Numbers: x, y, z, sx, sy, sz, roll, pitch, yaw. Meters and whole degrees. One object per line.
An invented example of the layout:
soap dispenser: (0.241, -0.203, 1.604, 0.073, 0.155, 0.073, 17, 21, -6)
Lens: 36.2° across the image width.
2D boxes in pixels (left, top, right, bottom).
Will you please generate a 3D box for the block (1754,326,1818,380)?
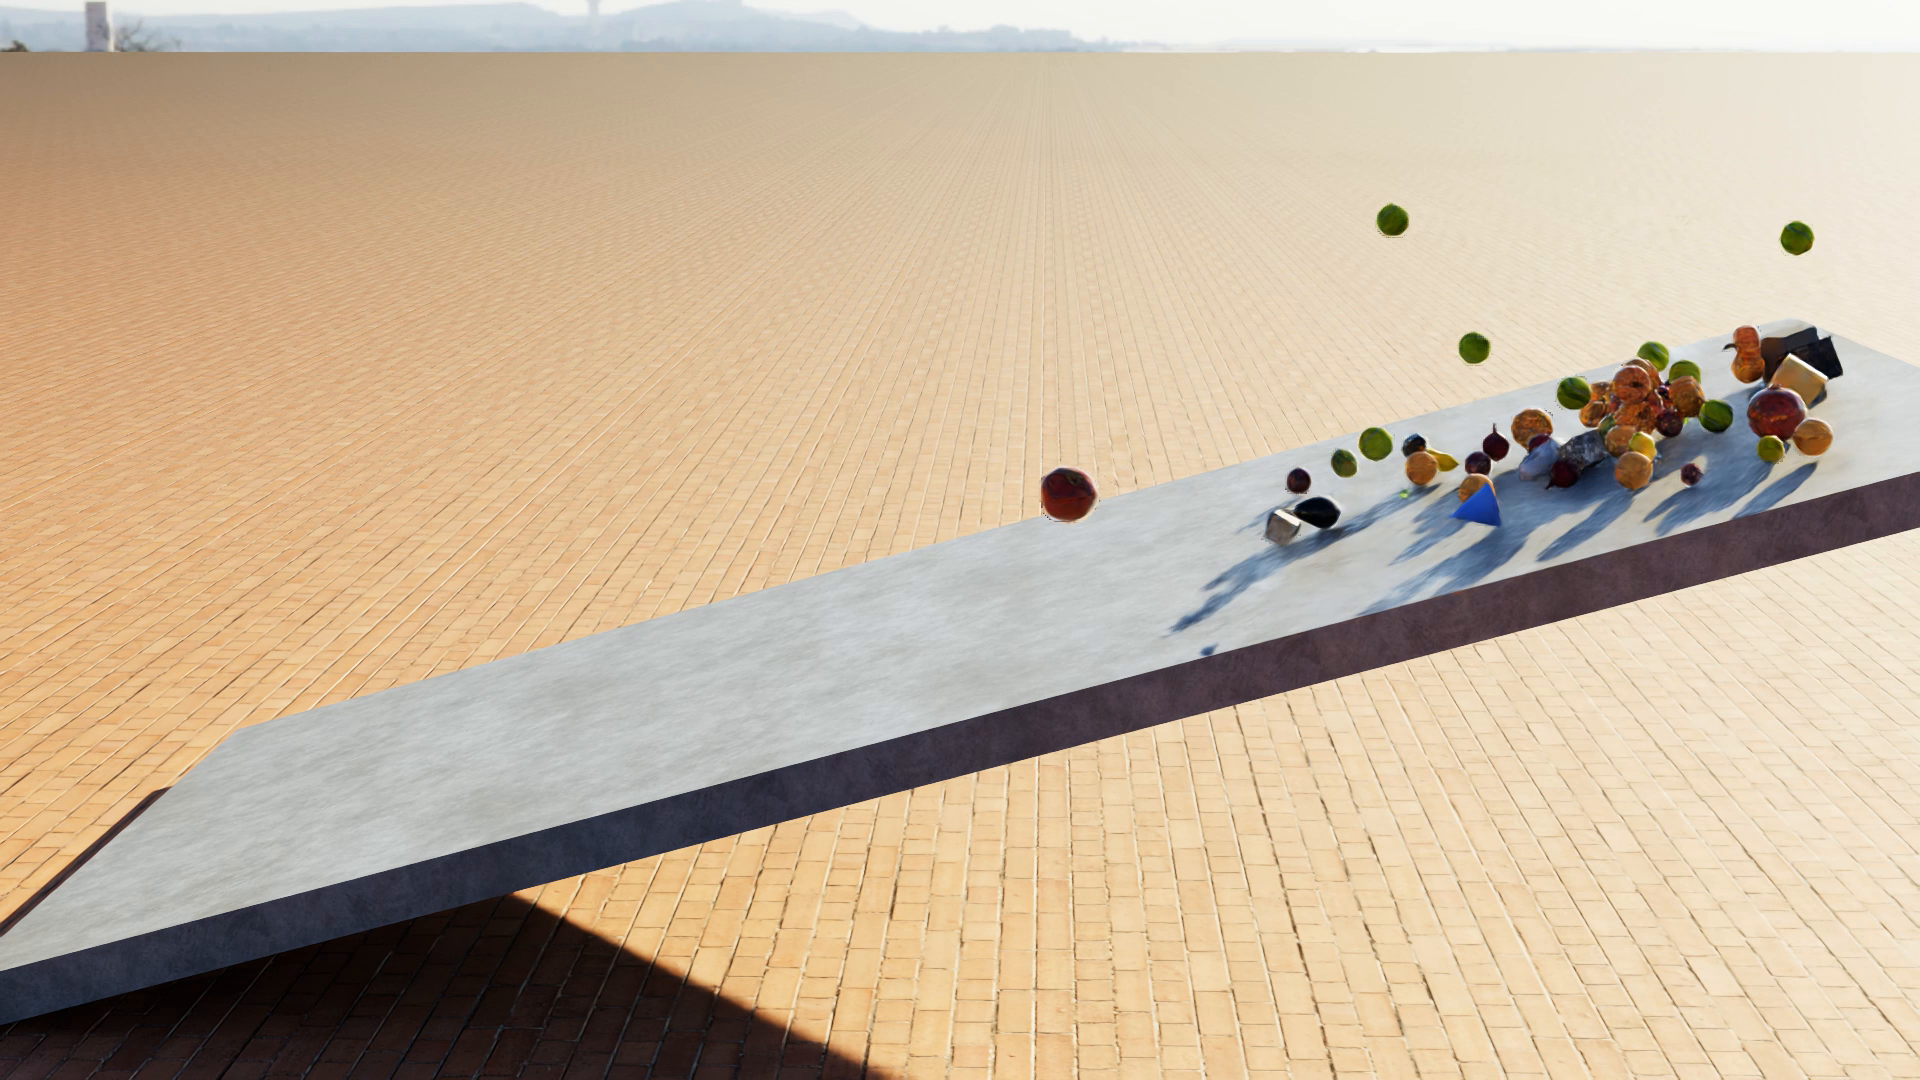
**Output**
block: (1.810, -0.409, 6.421, 0.094, 0.094, 0.094, -20, 10, -25)

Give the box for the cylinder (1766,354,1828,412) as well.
cylinder: (1.690, -0.316, 5.944, 0.087, 0.087, 0.087, 34, 16, 7)

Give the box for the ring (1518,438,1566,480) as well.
ring: (1.203, -0.167, 6.077, 0.116, 0.039, 0.116, -39, 4, 3)

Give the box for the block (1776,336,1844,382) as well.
block: (1.787, -0.367, 6.184, 0.085, 0.085, 0.085, -18, -5, -17)

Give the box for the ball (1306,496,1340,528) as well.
ball: (0.760, -0.059, 6.155, 0.071, 0.071, 0.071, 0, 10, 0)

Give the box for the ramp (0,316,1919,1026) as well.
ramp: (0.082, 0.190, 6.328, 4.000, 0.100, 2.000, -15, 9, 4)

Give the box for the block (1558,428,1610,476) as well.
block: (1.269, -0.179, 5.988, 0.063, 0.063, 0.063, -21, -12, -28)

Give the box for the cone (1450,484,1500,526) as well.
cone: (0.982, -0.056, 5.655, 0.088, 0.088, 0.088, -16, 11, 0)

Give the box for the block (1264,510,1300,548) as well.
block: (0.651, -0.023, 5.945, 0.052, 0.052, 0.052, 28, 16, 5)

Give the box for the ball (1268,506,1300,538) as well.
ball: (0.677, -0.034, 6.147, 0.070, 0.070, 0.070, 0, 10, 0)
